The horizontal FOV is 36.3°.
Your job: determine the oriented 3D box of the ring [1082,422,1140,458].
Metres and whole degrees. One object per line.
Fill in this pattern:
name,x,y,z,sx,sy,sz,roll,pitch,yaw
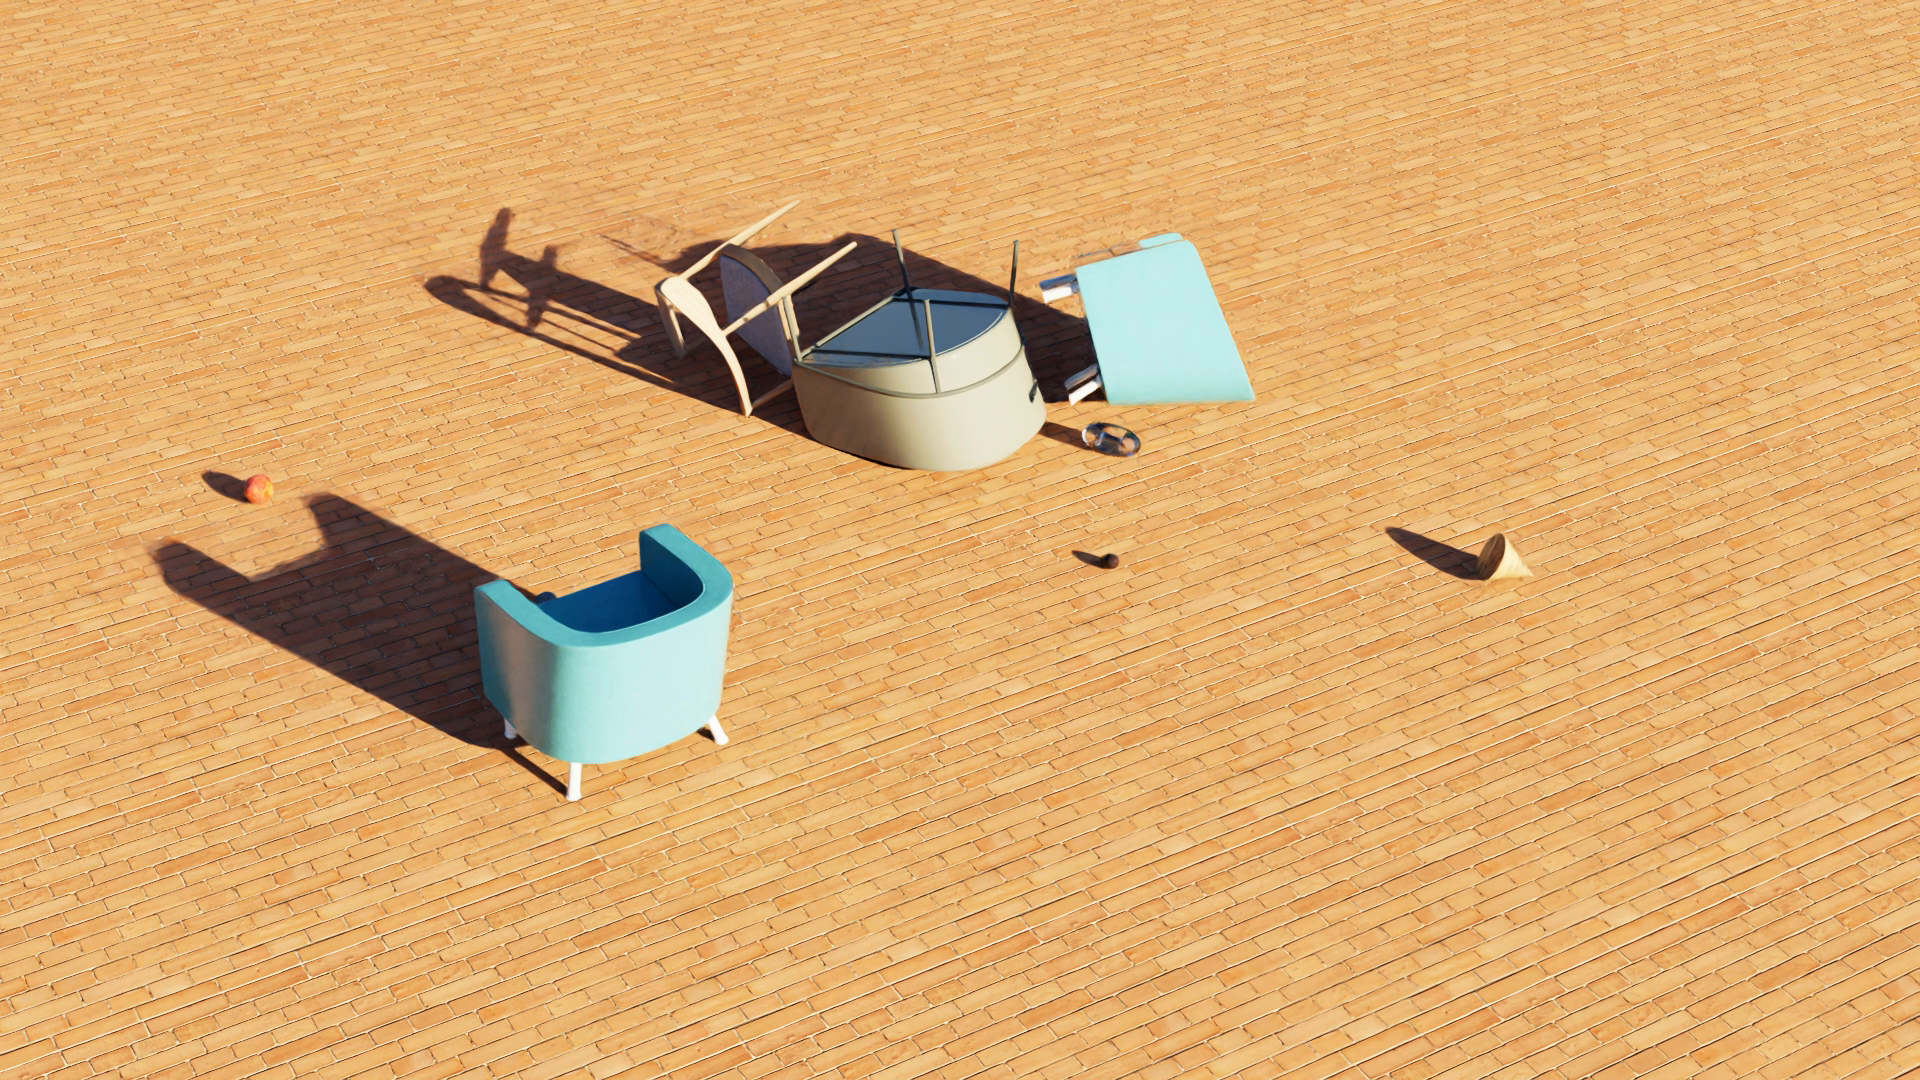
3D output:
ring,0.591,-0.390,11.430,0.240,0.123,0.085,16,51,13

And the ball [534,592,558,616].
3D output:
ball,-1.483,0.227,10.521,0.087,0.087,0.087,0,33,0

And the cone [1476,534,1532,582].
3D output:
cone,2.020,0.097,10.721,0.184,0.186,0.192,23,15,-15
